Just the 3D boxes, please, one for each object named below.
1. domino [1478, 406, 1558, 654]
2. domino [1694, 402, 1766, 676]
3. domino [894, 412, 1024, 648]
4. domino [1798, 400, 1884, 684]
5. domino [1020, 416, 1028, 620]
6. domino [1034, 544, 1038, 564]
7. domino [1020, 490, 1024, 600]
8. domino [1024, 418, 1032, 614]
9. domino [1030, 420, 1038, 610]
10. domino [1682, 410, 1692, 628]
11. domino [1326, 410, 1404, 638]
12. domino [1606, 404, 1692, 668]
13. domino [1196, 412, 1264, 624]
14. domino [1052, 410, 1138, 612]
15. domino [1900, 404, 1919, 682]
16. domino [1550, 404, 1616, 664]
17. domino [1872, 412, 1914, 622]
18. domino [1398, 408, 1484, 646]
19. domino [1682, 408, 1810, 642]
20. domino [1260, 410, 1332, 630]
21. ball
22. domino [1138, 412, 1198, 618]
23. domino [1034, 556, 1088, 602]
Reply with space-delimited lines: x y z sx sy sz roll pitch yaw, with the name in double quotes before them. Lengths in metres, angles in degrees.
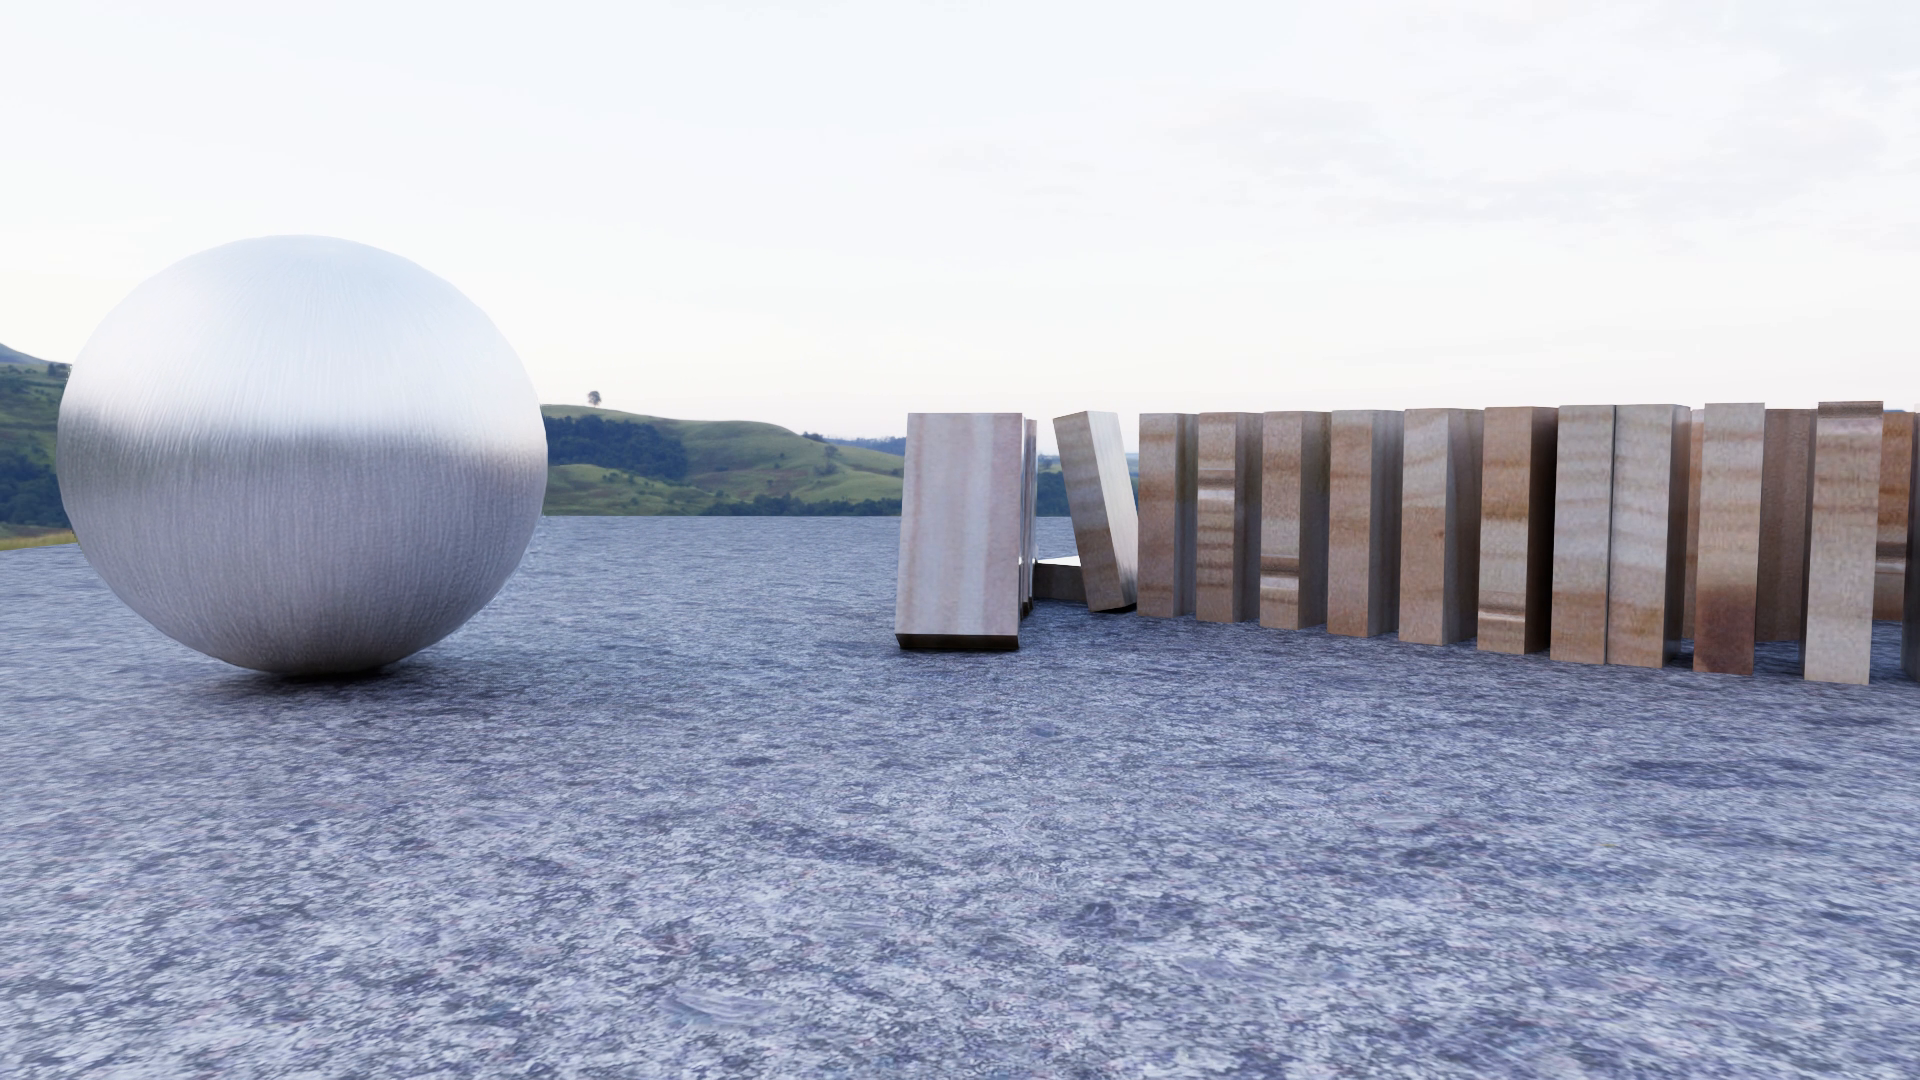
"domino" 0.119 -0.003 0.269 0.009 0.050 0.025 4 6 45
"domino" 0.148 -0.001 0.247 0.009 0.050 0.025 3 5 32
"domino" 0.000 -0.003 0.273 0.025 0.050 0.010 0 -21 5
"domino" 0.163 0.000 0.238 0.010 0.050 0.025 3 5 31
"domino" 0.003 -0.006 0.315 0.025 0.050 0.010 0 -21 5
"domino" 0.009 0.005 0.365 0.025 0.010 0.050 -26 2 5
"domino" 0.002 -0.005 0.304 0.025 0.050 0.010 0 -21 5
"domino" 0.005 -0.006 0.326 0.025 0.050 0.010 0 -23 5
"domino" 0.007 -0.007 0.337 0.025 0.050 0.009 0 -23 6
"domino" 0.169 -0.005 0.295 0.025 0.050 0.009 0 4 -2
"domino" 0.095 -0.004 0.293 0.010 0.050 0.025 4 6 42
"domino" 0.137 -0.002 0.255 0.009 0.050 0.025 3 5 36
"domino" 0.068 -0.006 0.315 0.010 0.050 0.025 3 5 37
"domino" 0.037 -0.008 0.334 0.009 0.050 0.025 -11 -1 25
"domino" 0.178 0.000 0.229 0.009 0.050 0.025 2 5 27
"domino" 0.128 -0.002 0.258 0.010 0.050 0.025 3 5 37
"domino" 0.233 -0.006 0.317 0.010 0.050 0.025 4 6 44
"domino" 0.107 -0.004 0.281 0.009 0.050 0.025 4 6 44
"domino" 0.172 -0.003 0.279 0.025 0.050 0.010 -1 4 -16
"domino" 0.082 -0.005 0.304 0.009 0.050 0.025 4 6 40
"ball" -0.118 -0.015 0.236 0.080 0.080 0.080 0 4 0
"domino" 0.054 -0.007 0.325 0.010 0.050 0.025 3 5 31
"domino" 0.045 0.010 0.371 0.025 0.010 0.050 4 6 41
